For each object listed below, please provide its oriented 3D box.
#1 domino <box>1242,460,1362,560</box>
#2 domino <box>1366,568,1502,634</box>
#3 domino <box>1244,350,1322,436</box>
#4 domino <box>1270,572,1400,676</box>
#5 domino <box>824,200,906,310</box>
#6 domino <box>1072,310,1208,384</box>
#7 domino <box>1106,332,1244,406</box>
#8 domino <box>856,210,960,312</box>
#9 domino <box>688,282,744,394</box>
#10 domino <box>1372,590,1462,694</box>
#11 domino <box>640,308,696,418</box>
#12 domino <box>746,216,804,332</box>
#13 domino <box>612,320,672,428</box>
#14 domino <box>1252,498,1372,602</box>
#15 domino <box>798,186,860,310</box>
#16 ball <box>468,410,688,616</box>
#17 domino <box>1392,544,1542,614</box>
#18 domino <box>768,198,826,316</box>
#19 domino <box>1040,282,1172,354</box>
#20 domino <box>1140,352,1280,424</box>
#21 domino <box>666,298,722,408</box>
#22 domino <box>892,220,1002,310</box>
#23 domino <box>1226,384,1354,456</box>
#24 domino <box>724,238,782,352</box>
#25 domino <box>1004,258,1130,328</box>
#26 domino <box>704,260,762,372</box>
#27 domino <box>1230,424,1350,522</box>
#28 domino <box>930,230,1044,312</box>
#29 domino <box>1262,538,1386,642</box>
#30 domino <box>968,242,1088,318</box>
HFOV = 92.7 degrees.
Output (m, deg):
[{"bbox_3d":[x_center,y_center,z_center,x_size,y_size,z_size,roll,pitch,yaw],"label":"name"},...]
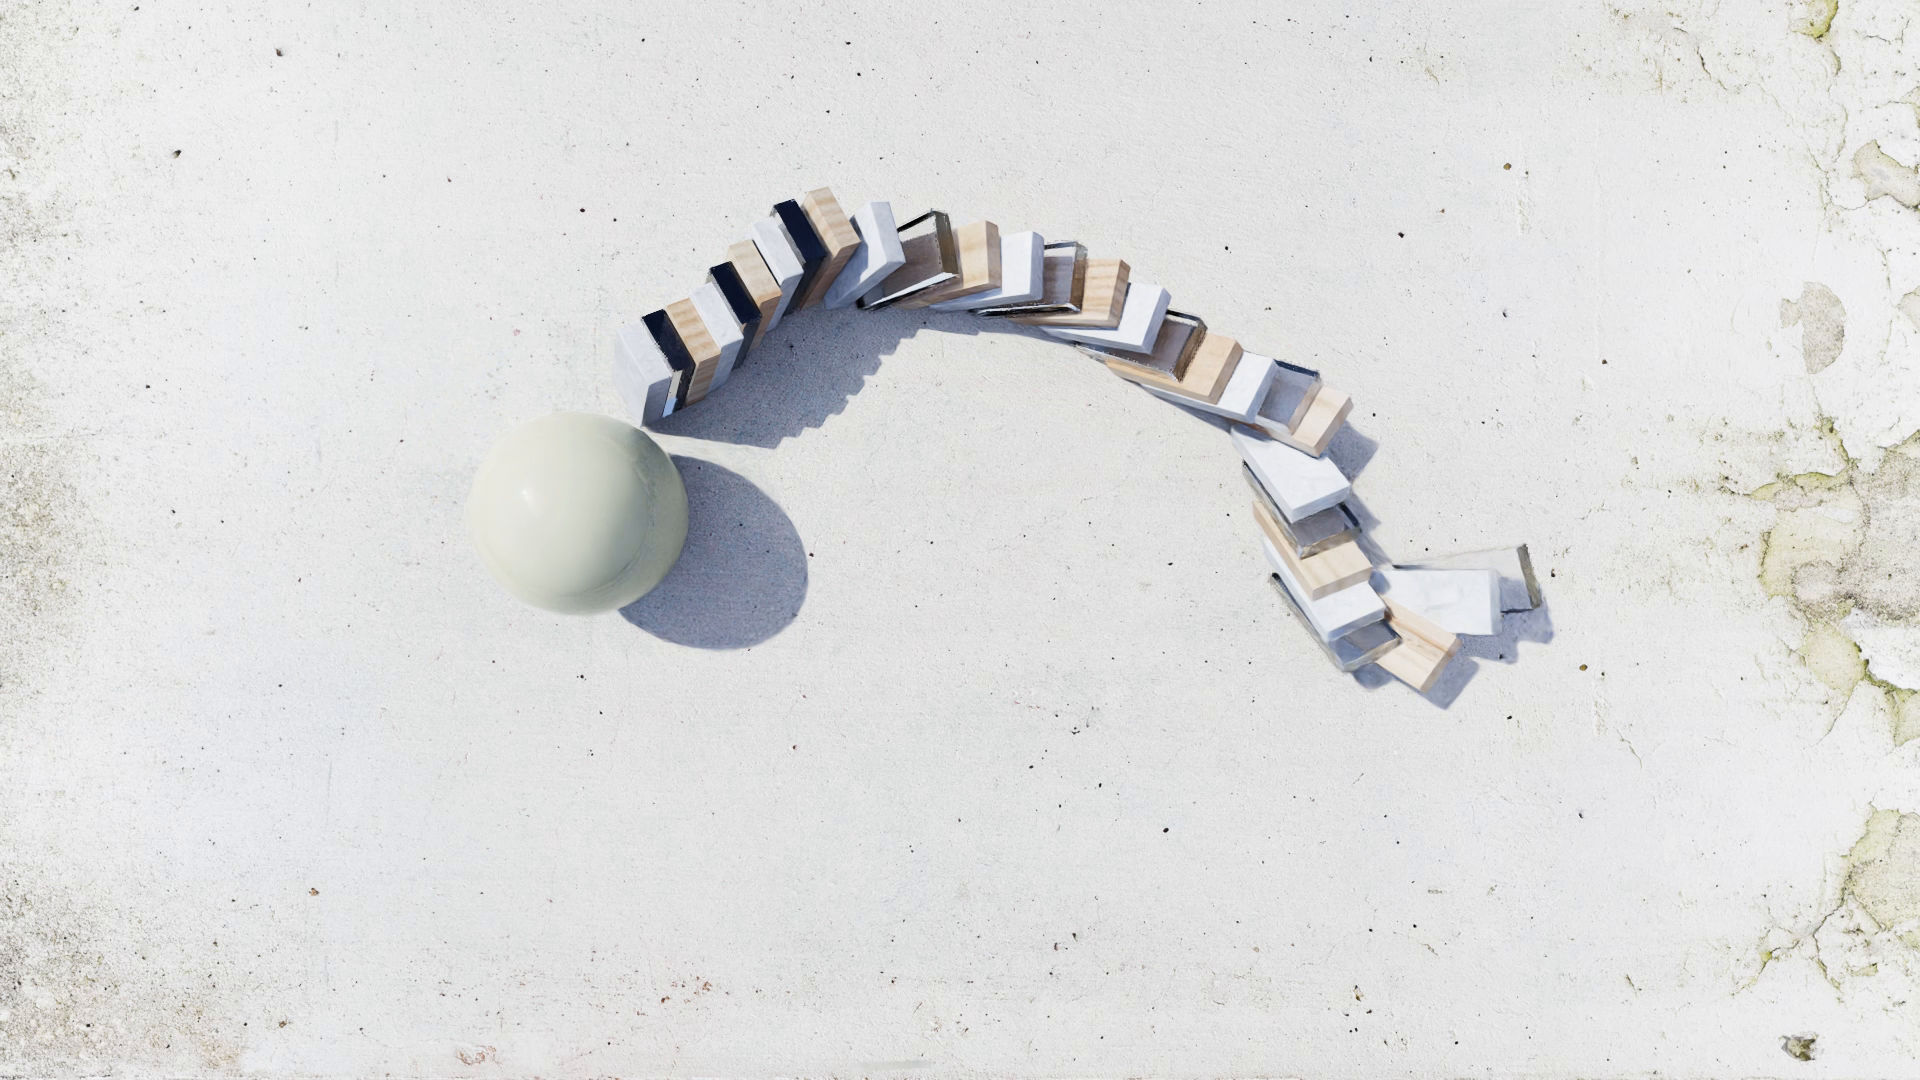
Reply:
[{"bbox_3d":[0.141,-0.017,0.381,0.025,0.009,0.050,-21,52,0],"label":"domino"},{"bbox_3d":[0.193,0.025,0.377,0.009,0.050,0.025,-3,90,-38],"label":"domino"},{"bbox_3d":[0.120,-0.064,0.380,0.050,0.010,0.025,29,86,38],"label":"domino"},{"bbox_3d":[0.155,0.029,0.381,0.025,0.010,0.050,-27,51,0],"label":"domino"},{"bbox_3d":[-0.043,-0.116,0.377,0.009,0.050,0.025,-16,90,-37],"label":"domino"},{"bbox_3d":[0.074,-0.085,0.381,0.050,0.010,0.025,27,90,37],"label":"domino"},{"bbox_3d":[0.089,-0.075,0.381,0.050,0.010,0.025,27,90,38],"label":"domino"},{"bbox_3d":[-0.024,-0.115,0.380,0.050,0.010,0.025,-10,90,40],"label":"domino"},{"bbox_3d":[-0.103,-0.082,0.376,0.009,0.050,0.025,-30,90,-26],"label":"domino"},{"bbox_3d":[0.175,0.038,0.378,0.050,0.009,0.025,39,97,44],"label":"domino"},{"bbox_3d":[-0.122,-0.071,0.376,0.010,0.050,0.025,-30,90,-26],"label":"domino"},{"bbox_3d":[-0.080,-0.107,0.376,0.009,0.050,0.025,-30,90,-28],"label":"domino"},{"bbox_3d":[-0.131,-0.067,0.376,0.009,0.050,0.025,-30,90,-26],"label":"domino"},{"bbox_3d":[0.145,-0.001,0.380,0.025,0.010,0.050,-22,51,1],"label":"domino"},{"bbox_3d":[-0.060,-0.119,0.376,0.010,0.050,0.025,-30,90,-32],"label":"domino"},{"bbox_3d":[-0.148,-0.010,0.360,0.080,0.080,0.080,0,90,0],"label":"ball"},{"bbox_3d":[0.207,0.018,0.377,0.010,0.050,0.025,-15,90,-36],"label":"domino"},{"bbox_3d":[-0.072,-0.114,0.376,0.010,0.050,0.025,-30,90,-28],"label":"domino"},{"bbox_3d":[0.060,-0.095,0.381,0.050,0.009,0.025,20,90,37],"label":"domino"},{"bbox_3d":[0.103,-0.068,0.381,0.050,0.010,0.025,26,88,38],"label":"domino"},{"bbox_3d":[-0.112,-0.076,0.376,0.009,0.050,0.025,-30,90,-26],"label":"domino"},{"bbox_3d":[-0.007,-0.113,0.381,0.050,0.009,0.025,-3,90,36],"label":"domino"},{"bbox_3d":[0.133,-0.056,0.381,0.050,0.010,0.025,35,90,38],"label":"domino"},{"bbox_3d":[-0.088,-0.098,0.376,0.009,0.050,0.025,-30,90,-26],"label":"domino"},{"bbox_3d":[0.044,-0.103,0.381,0.050,0.009,0.025,12,90,36],"label":"domino"},{"bbox_3d":[-0.096,-0.090,0.376,0.010,0.050,0.025,-30,90,-26],"label":"domino"},{"bbox_3d":[0.136,-0.033,0.381,0.025,0.009,0.050,-23,52,0],"label":"domino"},{"bbox_3d":[0.011,-0.111,0.381,0.050,0.010,0.025,3,90,36],"label":"domino"},{"bbox_3d":[0.150,0.016,0.380,0.025,0.010,0.050,-24,51,3],"label":"domino"},{"bbox_3d":[0.027,-0.108,0.381,0.050,0.009,0.025,6,90,36],"label":"domino"}]
